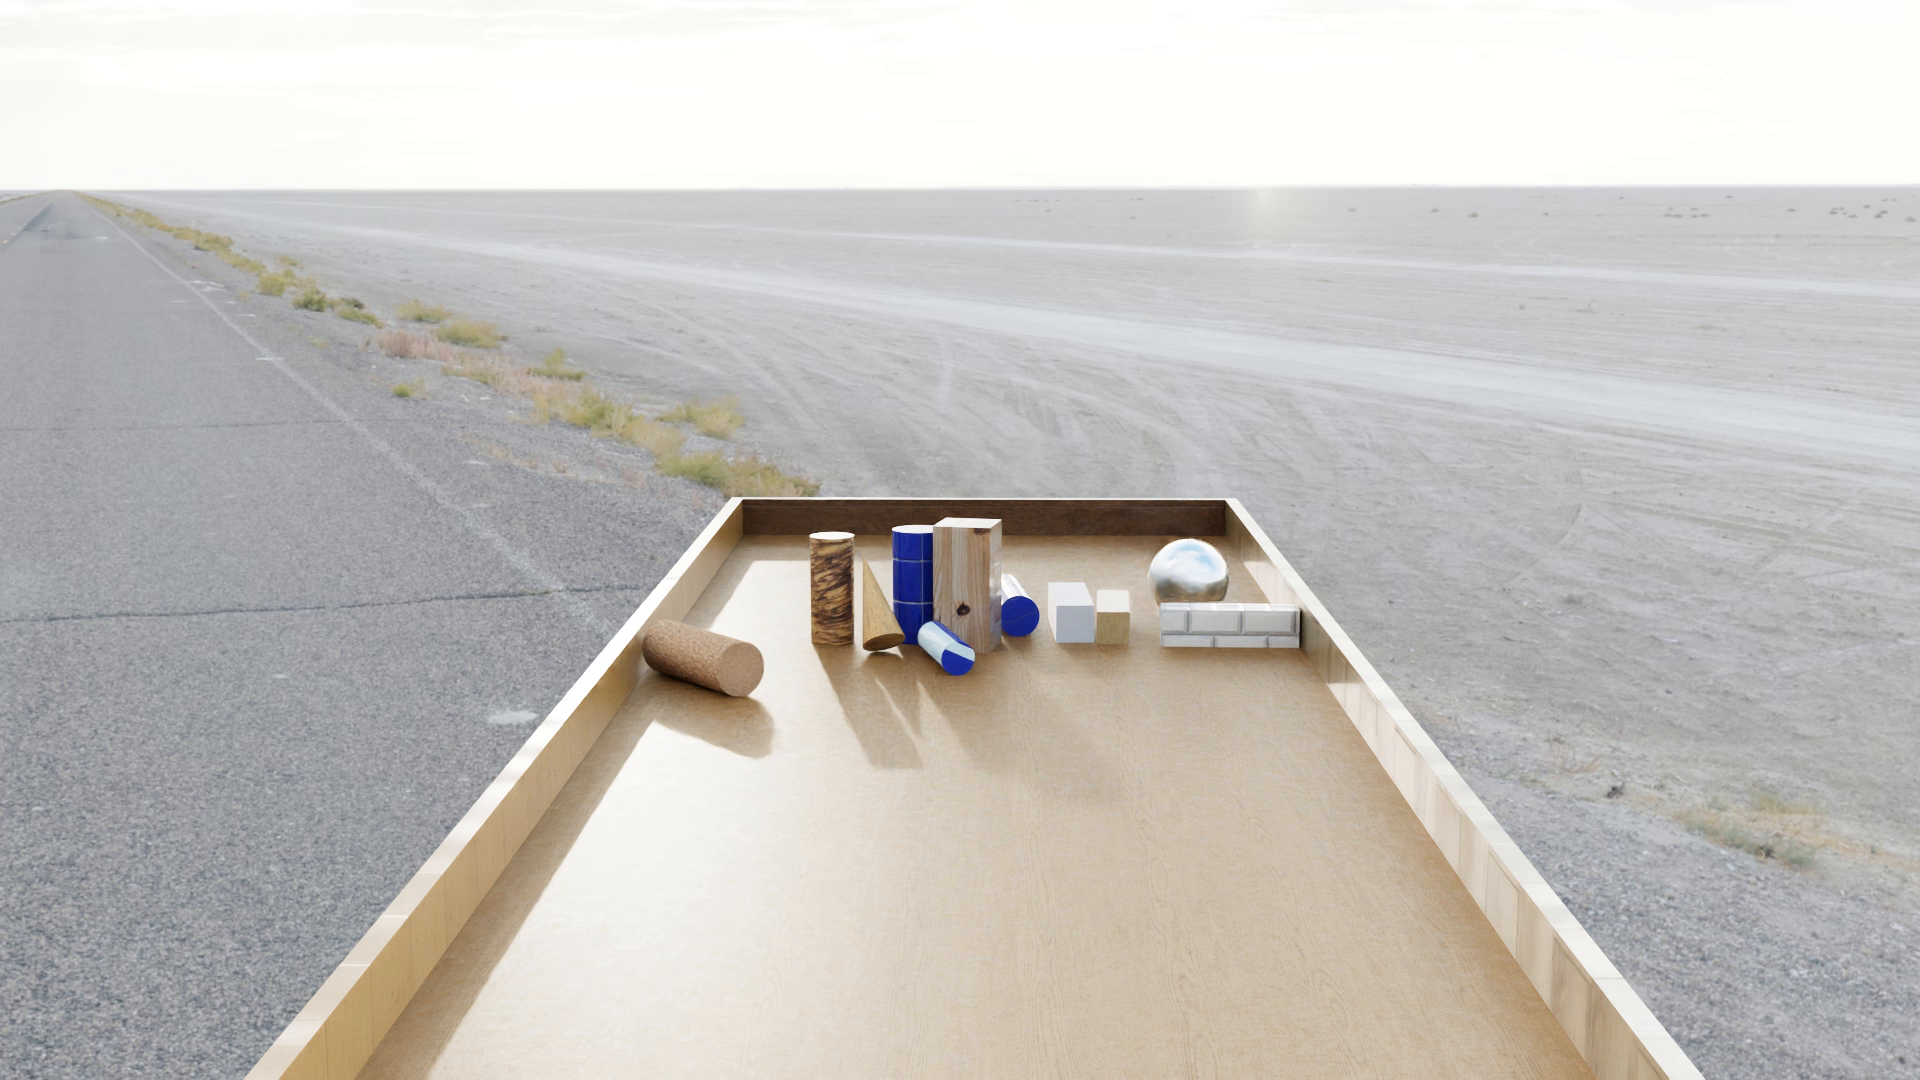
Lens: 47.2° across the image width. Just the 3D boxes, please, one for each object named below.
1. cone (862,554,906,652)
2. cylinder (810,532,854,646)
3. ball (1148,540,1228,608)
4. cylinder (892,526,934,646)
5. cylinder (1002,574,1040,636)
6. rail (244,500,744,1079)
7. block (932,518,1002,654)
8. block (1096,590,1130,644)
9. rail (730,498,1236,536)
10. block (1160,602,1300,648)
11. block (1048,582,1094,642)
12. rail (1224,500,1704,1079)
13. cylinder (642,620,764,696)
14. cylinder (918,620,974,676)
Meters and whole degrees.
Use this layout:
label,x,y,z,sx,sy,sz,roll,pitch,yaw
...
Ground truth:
label,x,y,z,sx,sy,sz,roll,pitch,yaw
cone,-0.269,0.178,6.831,0.136,0.306,0.136,-12,-22,-5
cylinder,-0.403,0.154,6.945,0.139,0.341,0.139,0,9,0
ball,0.759,0.132,7.315,0.269,0.269,0.269,0,9,0
cylinder,-0.131,0.142,6.971,0.166,0.357,0.166,0,9,0
cylinder,0.168,0.212,7.246,0.133,0.133,0.417,-1,9,-6
rail,-1.004,0.839,3.234,0.050,0.150,12.000,0,9,1
block,0.024,0.140,6.874,0.180,0.392,0.180,2,9,13
block,0.495,0.247,7.122,0.103,0.103,0.386,1,9,4
rail,0.099,-0.098,9.147,2.100,0.150,0.050,0,9,1
block,0.849,0.269,6.939,0.430,0.117,0.117,0,9,3
block,0.359,0.234,7.152,0.120,0.120,0.410,0,9,-1
rail,1.046,0.843,3.208,0.050,0.150,12.000,0,9,1
cylinder,-0.746,0.339,6.366,0.158,0.158,0.416,-7,11,-38
cylinder,-0.044,0.324,6.637,0.102,0.102,0.328,-2,9,-13
